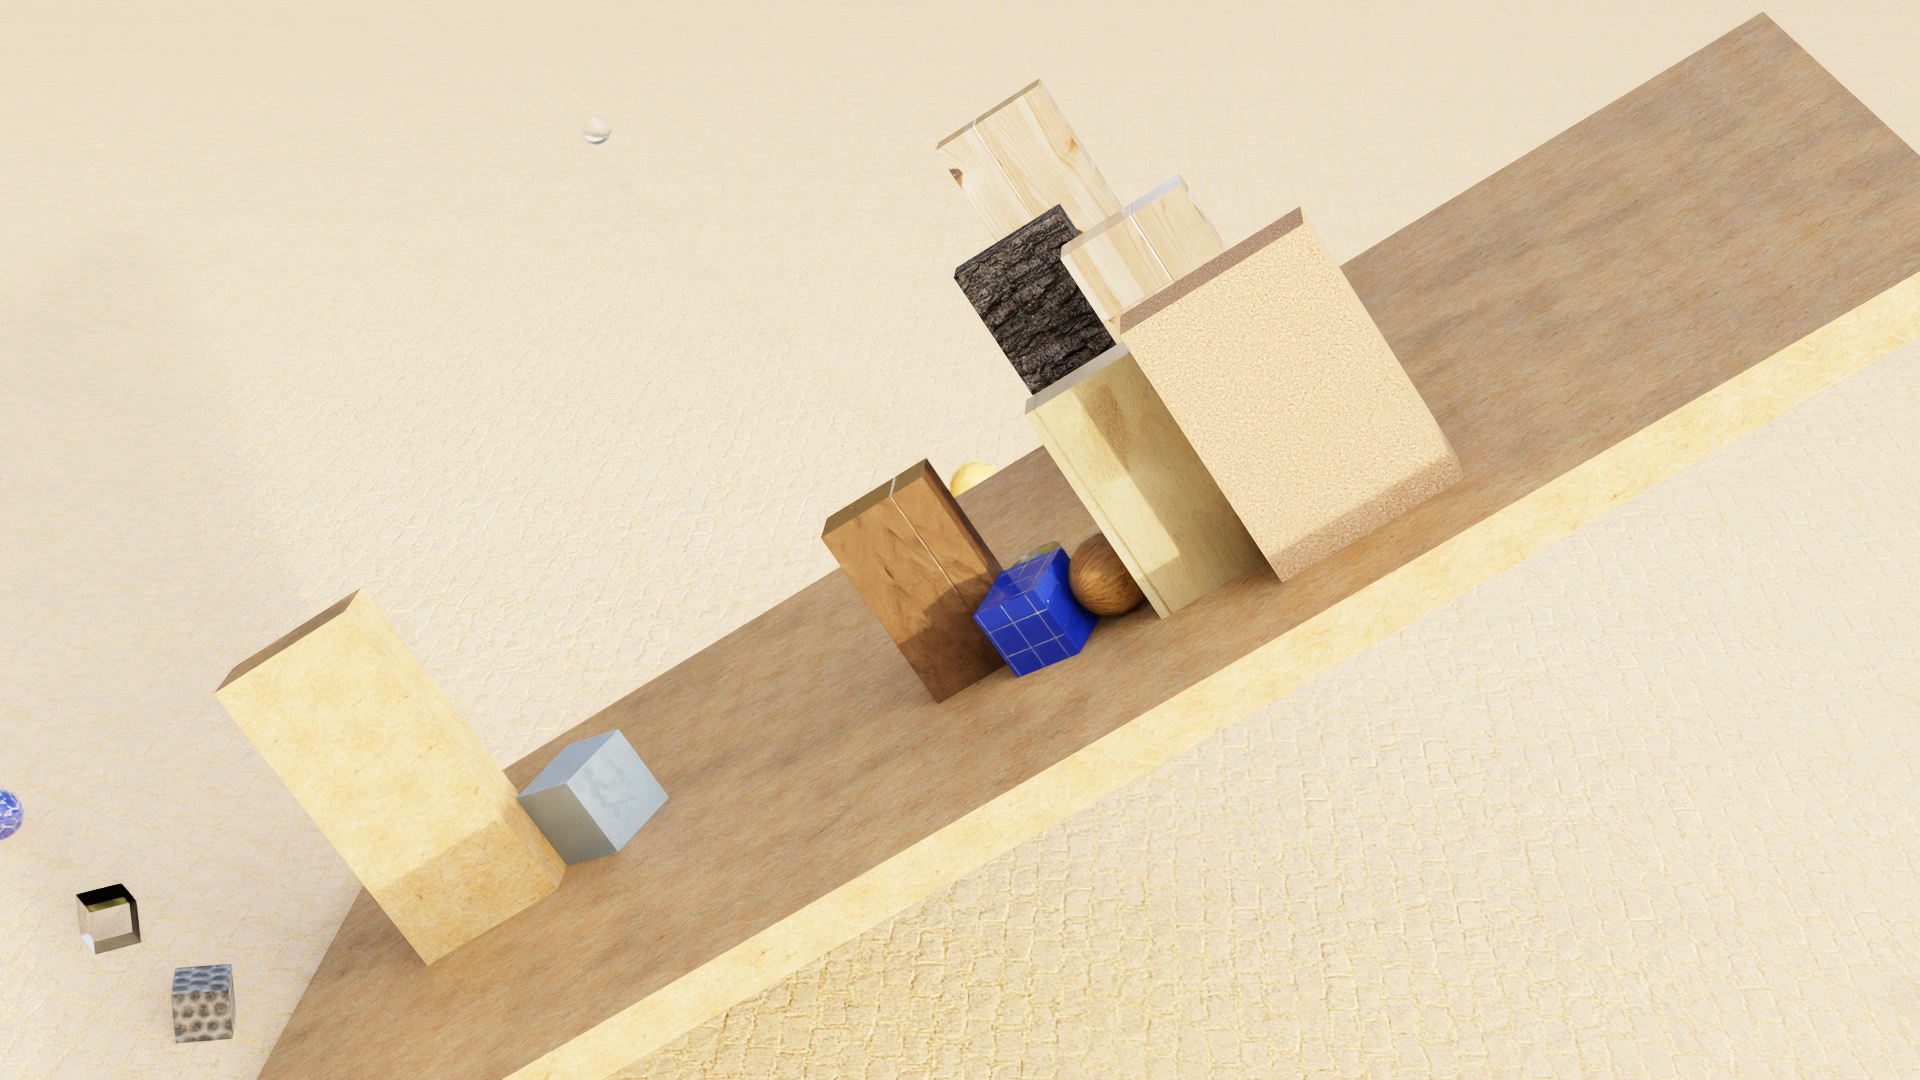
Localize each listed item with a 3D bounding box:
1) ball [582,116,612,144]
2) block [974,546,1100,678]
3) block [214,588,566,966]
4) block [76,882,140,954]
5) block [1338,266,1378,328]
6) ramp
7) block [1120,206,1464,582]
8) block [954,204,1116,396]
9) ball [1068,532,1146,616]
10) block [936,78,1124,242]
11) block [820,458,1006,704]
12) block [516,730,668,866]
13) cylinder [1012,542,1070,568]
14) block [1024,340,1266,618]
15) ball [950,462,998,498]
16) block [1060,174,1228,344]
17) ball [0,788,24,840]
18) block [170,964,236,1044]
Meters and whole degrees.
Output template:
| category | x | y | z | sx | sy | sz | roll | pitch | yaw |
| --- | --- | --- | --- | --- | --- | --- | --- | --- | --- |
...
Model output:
| category | x | y | z | sx | sy | sz | roll | pitch | yaw |
| --- | --- | --- | --- | --- | --- | --- | --- | --- | --- |
| ball | -1.942 | -2.189 | 15.734 | 0.151 | 0.151 | 0.151 | 0 | 20 | 0 |
| block | 0.157 | 0.144 | 5.830 | 0.159 | 0.159 | 0.159 | -24 | 20 | 35 |
| block | -1.240 | 0.523 | 6.454 | 0.360 | 0.772 | 0.146 | -31 | 15 | 14 |
| block | -2.122 | 0.943 | 7.329 | 0.117 | 0.117 | 0.117 | -13 | 24 | -31 |
| block | 0.787 | -0.448 | 6.288 | 0.176 | 0.176 | 0.176 | -32 | 15 | 11 |
| ramp | 0.139 | 0.171 | 6.296 | 4.000 | 0.100 | 2.000 | -31 | 15 | 14 |
| block | 0.604 | -0.262 | 5.362 | 0.383 | 0.561 | 0.131 | -31 | 15 | 14 |
| block | 0.261 | -0.436 | 6.599 | 0.277 | 0.575 | 0.086 | -31 | 15 | 14 |
| ball | 0.295 | 0.067 | 5.769 | 0.166 | 0.166 | 0.166 | 0 | 20 | 0 |
| block | 0.278 | -0.673 | 6.895 | 0.282 | 0.780 | 0.083 | -31 | 15 | 14 |
| block | -0.056 | 0.084 | 5.959 | 0.244 | 0.426 | 0.118 | -31 | 15 | 14 |
| block | -0.815 | 0.571 | 6.520 | 0.195 | 0.195 | 0.195 | -19 | 21 | 45 |
| cylinder | 0.183 | 0.096 | 5.979 | 0.134 | 0.134 | 0.134 | -32 | 15 | 10 |
| block | 0.421 | -0.156 | 5.571 | 0.395 | 0.485 | 0.101 | -31 | 15 | 14 |
| ball | 0.061 | -0.174 | 10.232 | 0.194 | 0.194 | 0.194 | 0 | 20 | 0 |
| block | 0.487 | -0.470 | 6.286 | 0.296 | 0.541 | 0.106 | -31 | 15 | 14 |
| ball | -2.576 | 0.734 | 7.860 | 0.140 | 0.140 | 0.140 | 0 | 20 | 0 |
| block | -1.778 | 1.089 | 6.916 | 0.130 | 0.130 | 0.130 | -3 | 21 | -9 |
